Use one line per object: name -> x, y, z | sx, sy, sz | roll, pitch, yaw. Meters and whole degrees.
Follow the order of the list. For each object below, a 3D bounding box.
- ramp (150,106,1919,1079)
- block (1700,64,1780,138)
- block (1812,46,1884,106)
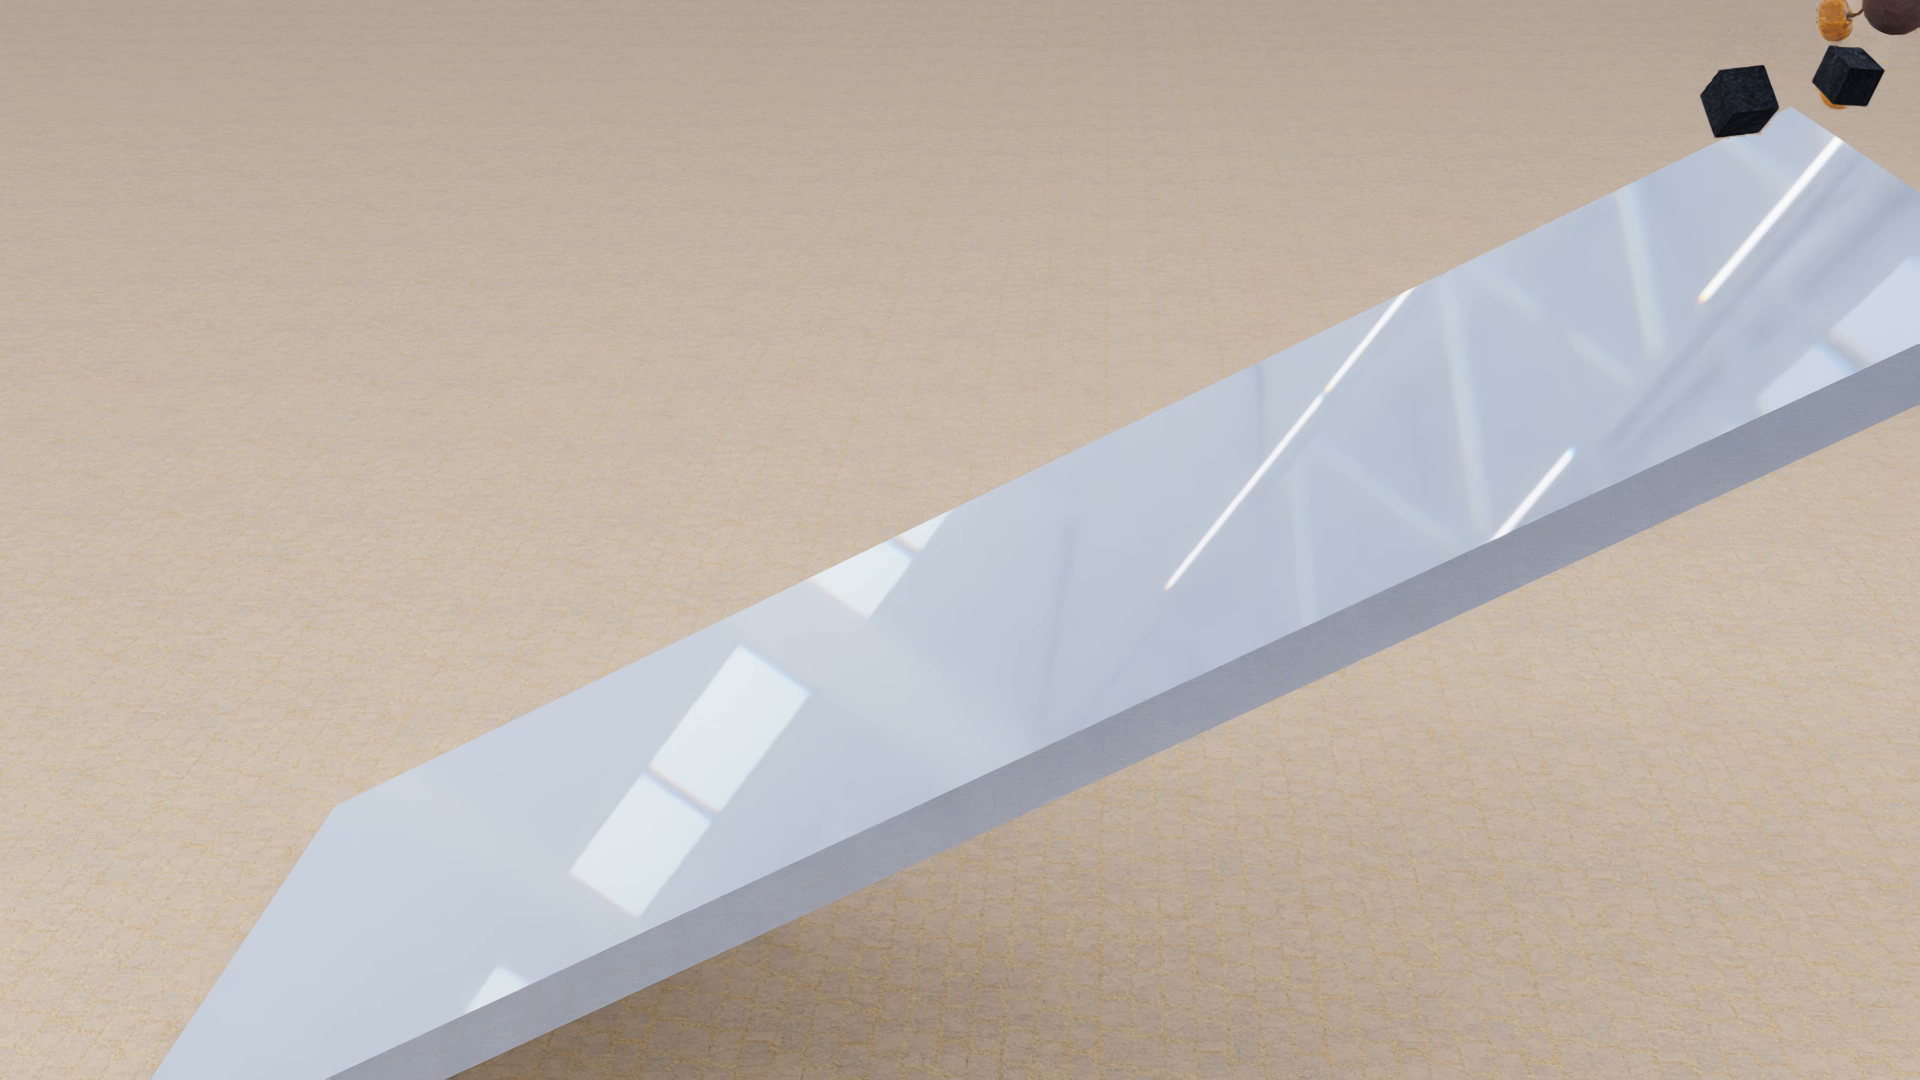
ramp -> 0.139, 0.168, 6.281 | 4.000, 0.100, 2.000 | -26, 14, 10
block -> 1.523, -0.857, 5.747 | 0.097, 0.097, 0.097 | -8, -20, -13
block -> 1.689, -0.882, 5.594 | 0.080, 0.080, 0.080 | 0, 40, -23
